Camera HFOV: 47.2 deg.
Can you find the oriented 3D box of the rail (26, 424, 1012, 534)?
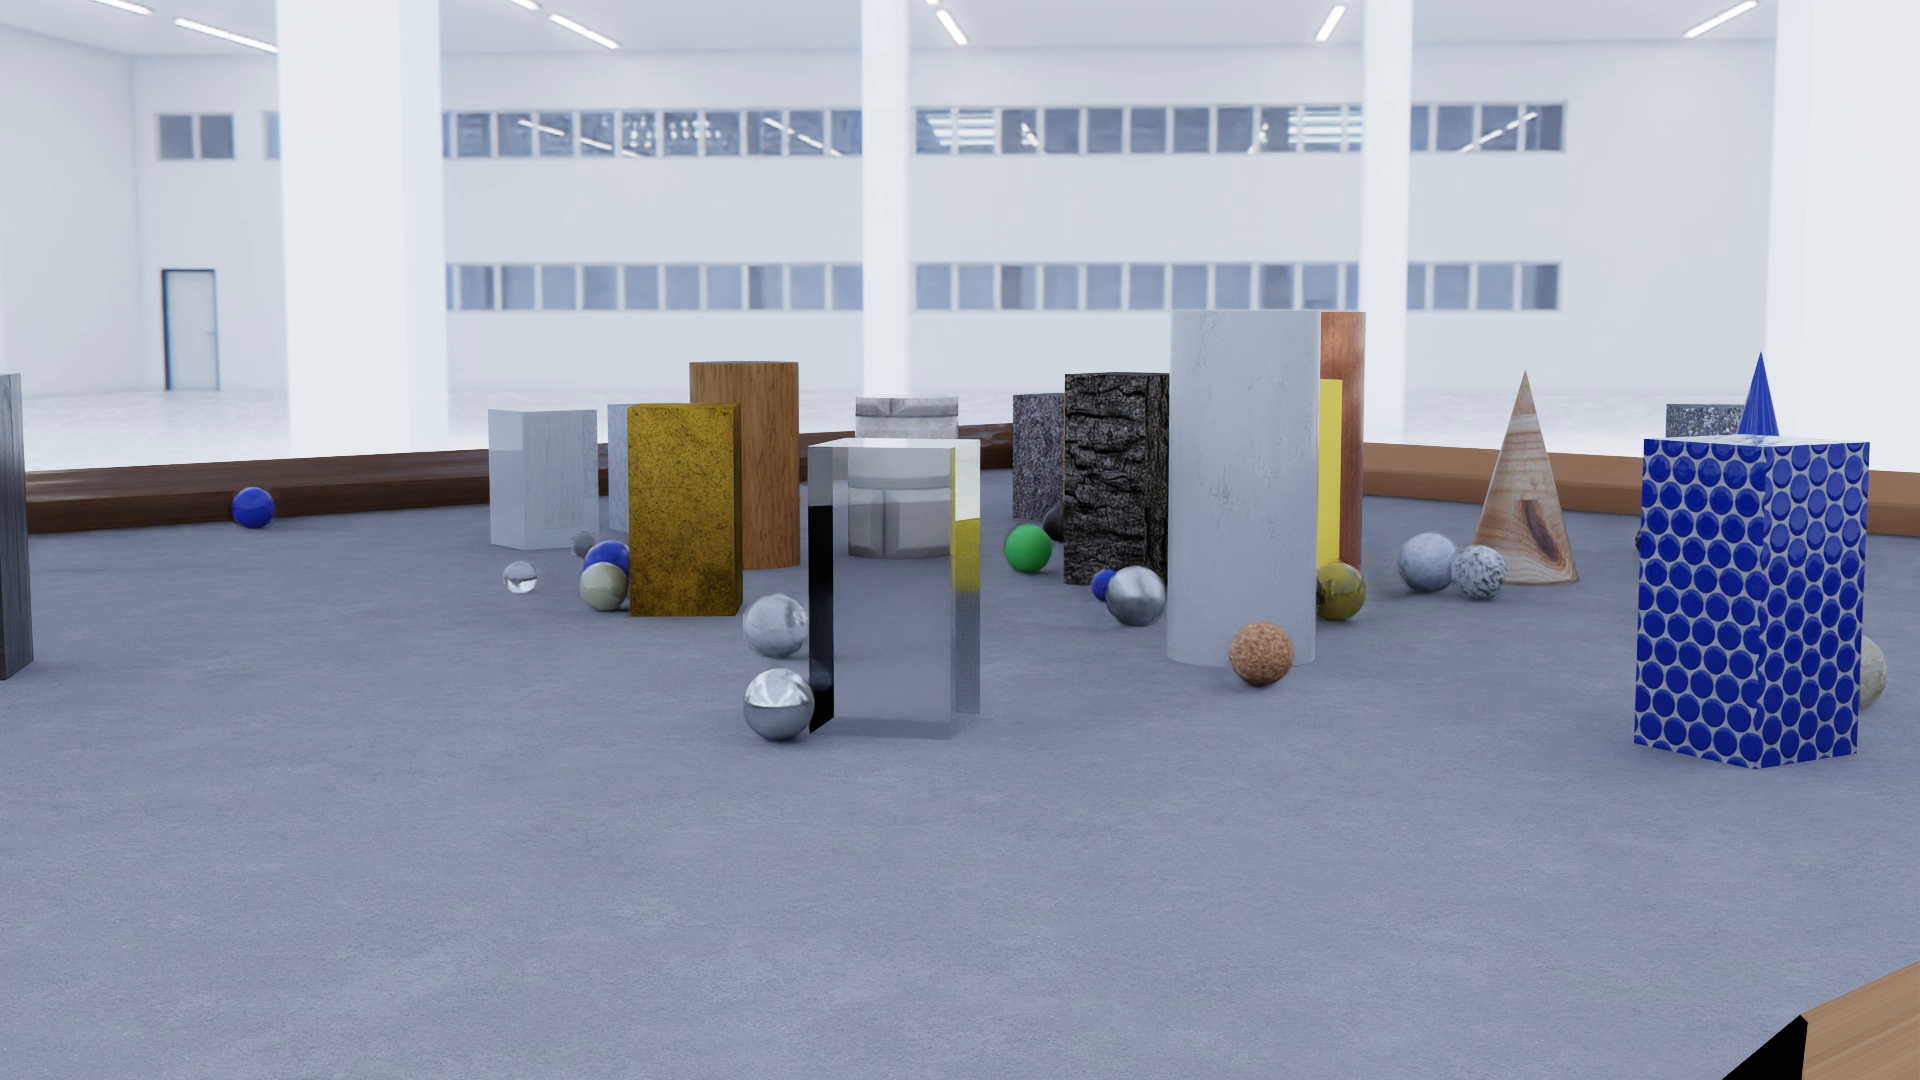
[{"bbox_3d":[-1.327,-0.119,4.762,4.065,0.123,0.045,-6,8,-42],"label":"rail"}]

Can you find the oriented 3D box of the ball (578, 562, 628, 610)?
[{"bbox_3d":[-0.525,0.068,3.239,0.072,0.072,0.072,0,6,0],"label":"ball"}]

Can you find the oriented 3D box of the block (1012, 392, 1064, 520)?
[{"bbox_3d":[0.219,-0.177,4.662,0.151,0.261,0.151,5,8,41],"label":"block"}]

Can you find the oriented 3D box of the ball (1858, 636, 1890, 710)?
[{"bbox_3d":[0.983,0.146,2.437,0.087,0.087,0.087,0,6,0],"label":"ball"}]

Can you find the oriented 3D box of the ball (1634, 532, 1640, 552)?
[{"bbox_3d":[1.238,0.003,3.944,0.054,0.054,0.054,0,6,0],"label":"ball"}]

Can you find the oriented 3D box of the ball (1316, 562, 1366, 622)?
[{"bbox_3d":[0.533,0.073,3.124,0.086,0.086,0.086,0,6,0],"label":"ball"}]

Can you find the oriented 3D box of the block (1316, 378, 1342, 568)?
[{"bbox_3d":[0.488,-0.085,3.442,0.151,0.333,0.151,-3,7,-27],"label":"block"}]

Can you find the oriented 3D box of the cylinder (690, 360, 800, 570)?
[{"bbox_3d":[-0.373,-0.133,3.820,0.189,0.350,0.189,0,6,0],"label":"cylinder"}]

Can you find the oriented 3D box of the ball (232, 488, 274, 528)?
[{"bbox_3d":[-1.427,-0.064,4.438,0.084,0.084,0.084,0,6,0],"label":"ball"}]

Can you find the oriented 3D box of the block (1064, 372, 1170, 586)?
[{"bbox_3d":[0.273,-0.099,3.554,0.151,0.339,0.151,4,7,36],"label":"block"}]

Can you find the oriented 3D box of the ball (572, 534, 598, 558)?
[{"bbox_3d":[-0.667,0.011,3.912,0.044,0.044,0.044,0,6,0],"label":"ball"}]

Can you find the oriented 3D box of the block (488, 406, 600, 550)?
[{"bbox_3d":[-0.784,-0.119,4.138,0.151,0.255,0.151,-4,7,-36],"label":"block"}]

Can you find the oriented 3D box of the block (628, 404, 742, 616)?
[{"bbox_3d":[-0.403,-0.047,3.241,0.151,0.302,0.151,0,6,-1],"label":"block"}]

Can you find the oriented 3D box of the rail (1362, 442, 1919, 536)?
[{"bbox_3d":[1.476,-0.111,4.687,0.045,0.123,3.961,-6,8,-42],"label":"rail"}]

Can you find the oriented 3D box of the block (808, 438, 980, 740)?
[{"bbox_3d":[-0.068,0.047,2.345,0.151,0.302,0.151,1,6,12],"label":"block"}]

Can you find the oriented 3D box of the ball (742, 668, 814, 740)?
[{"bbox_3d":[-0.187,0.170,2.267,0.075,0.075,0.075,0,6,0],"label":"ball"}]

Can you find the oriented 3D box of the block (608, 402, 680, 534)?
[{"bbox_3d":[-0.608,-0.145,4.411,0.151,0.251,0.151,-3,7,-28],"label":"block"}]

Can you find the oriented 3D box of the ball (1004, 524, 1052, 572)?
[{"bbox_3d":[0.115,0.014,3.704,0.082,0.082,0.082,0,6,0],"label":"ball"}]

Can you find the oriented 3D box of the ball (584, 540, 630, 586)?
[{"bbox_3d":[-0.547,0.041,3.439,0.083,0.083,0.083,0,6,0],"label":"ball"}]

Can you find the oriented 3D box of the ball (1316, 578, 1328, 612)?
[{"bbox_3d":[0.506,0.080,3.196,0.057,0.057,0.057,0,6,0],"label":"ball"}]

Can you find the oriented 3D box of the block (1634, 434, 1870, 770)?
[{"bbox_3d":[0.795,0.056,2.214,0.151,0.313,0.151,-4,7,-30],"label":"block"}]

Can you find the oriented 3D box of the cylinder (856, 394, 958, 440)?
[{"bbox_3d":[-0.097,-0.122,4.032,0.189,0.284,0.189,0,6,0],"label":"cylinder"}]

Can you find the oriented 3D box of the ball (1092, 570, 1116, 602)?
[{"bbox_3d":[0.224,0.069,3.333,0.050,0.050,0.050,0,6,0],"label":"ball"}]

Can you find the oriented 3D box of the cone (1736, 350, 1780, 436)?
[{"bbox_3d":[1.102,-0.070,3.046,0.189,0.387,0.189,0,6,0],"label":"cone"}]

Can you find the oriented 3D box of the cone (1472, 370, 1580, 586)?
[{"bbox_3d":[0.923,-0.108,3.606,0.189,0.346,0.189,0,6,0],"label":"cone"}]

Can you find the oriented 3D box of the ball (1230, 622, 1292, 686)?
[{"bbox_3d":[0.356,0.135,2.598,0.074,0.074,0.074,0,6,0],"label":"ball"}]

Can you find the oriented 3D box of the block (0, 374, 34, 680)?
[{"bbox_3d":[-1.232,-0.019,2.675,0.151,0.363,0.151,-1,6,-11],"label":"block"}]

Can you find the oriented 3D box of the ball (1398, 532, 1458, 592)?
[{"bbox_3d":[0.734,0.035,3.443,0.094,0.094,0.094,0,6,0],"label":"ball"}]

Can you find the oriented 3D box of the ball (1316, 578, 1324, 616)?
[{"bbox_3d":[0.460,0.078,3.059,0.090,0.090,0.090,0,6,0],"label":"ball"}]

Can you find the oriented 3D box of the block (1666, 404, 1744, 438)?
[{"bbox_3d":[1.336,-0.101,3.888,0.151,0.272,0.151,1,6,8],"label":"block"}]

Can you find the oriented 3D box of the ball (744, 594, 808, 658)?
[{"bbox_3d":[-0.234,0.109,2.807,0.081,0.081,0.081,0,6,0],"label":"ball"}]

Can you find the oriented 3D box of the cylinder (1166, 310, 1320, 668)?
[{"bbox_3d":[0.359,-0.070,2.793,0.189,0.441,0.189,0,6,0],"label":"cylinder"}]

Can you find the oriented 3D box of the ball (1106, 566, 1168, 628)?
[{"bbox_3d":[0.246,0.079,3.073,0.086,0.086,0.086,0,6,0],"label":"ball"}]

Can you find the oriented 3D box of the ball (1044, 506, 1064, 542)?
[{"bbox_3d":[0.193,-0.030,4.182,0.070,0.070,0.070,0,6,0],"label":"ball"}]

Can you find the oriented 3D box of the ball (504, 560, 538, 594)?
[{"bbox_3d":[-0.686,0.058,3.431,0.052,0.052,0.052,0,6,0],"label":"ball"}]

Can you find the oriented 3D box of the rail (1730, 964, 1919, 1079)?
[{"bbox_3d":[1.327,0.183,1.902,4.065,0.123,0.045,-6,8,-42],"label":"rail"}]

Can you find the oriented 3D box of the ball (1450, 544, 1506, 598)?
[{"bbox_3d":[0.795,0.049,3.373,0.083,0.083,0.083,0,6,0],"label":"ball"}]

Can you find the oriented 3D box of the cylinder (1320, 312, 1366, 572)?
[{"bbox_3d":[0.582,-0.164,3.695,0.189,0.438,0.189,0,6,0],"label":"cylinder"}]
